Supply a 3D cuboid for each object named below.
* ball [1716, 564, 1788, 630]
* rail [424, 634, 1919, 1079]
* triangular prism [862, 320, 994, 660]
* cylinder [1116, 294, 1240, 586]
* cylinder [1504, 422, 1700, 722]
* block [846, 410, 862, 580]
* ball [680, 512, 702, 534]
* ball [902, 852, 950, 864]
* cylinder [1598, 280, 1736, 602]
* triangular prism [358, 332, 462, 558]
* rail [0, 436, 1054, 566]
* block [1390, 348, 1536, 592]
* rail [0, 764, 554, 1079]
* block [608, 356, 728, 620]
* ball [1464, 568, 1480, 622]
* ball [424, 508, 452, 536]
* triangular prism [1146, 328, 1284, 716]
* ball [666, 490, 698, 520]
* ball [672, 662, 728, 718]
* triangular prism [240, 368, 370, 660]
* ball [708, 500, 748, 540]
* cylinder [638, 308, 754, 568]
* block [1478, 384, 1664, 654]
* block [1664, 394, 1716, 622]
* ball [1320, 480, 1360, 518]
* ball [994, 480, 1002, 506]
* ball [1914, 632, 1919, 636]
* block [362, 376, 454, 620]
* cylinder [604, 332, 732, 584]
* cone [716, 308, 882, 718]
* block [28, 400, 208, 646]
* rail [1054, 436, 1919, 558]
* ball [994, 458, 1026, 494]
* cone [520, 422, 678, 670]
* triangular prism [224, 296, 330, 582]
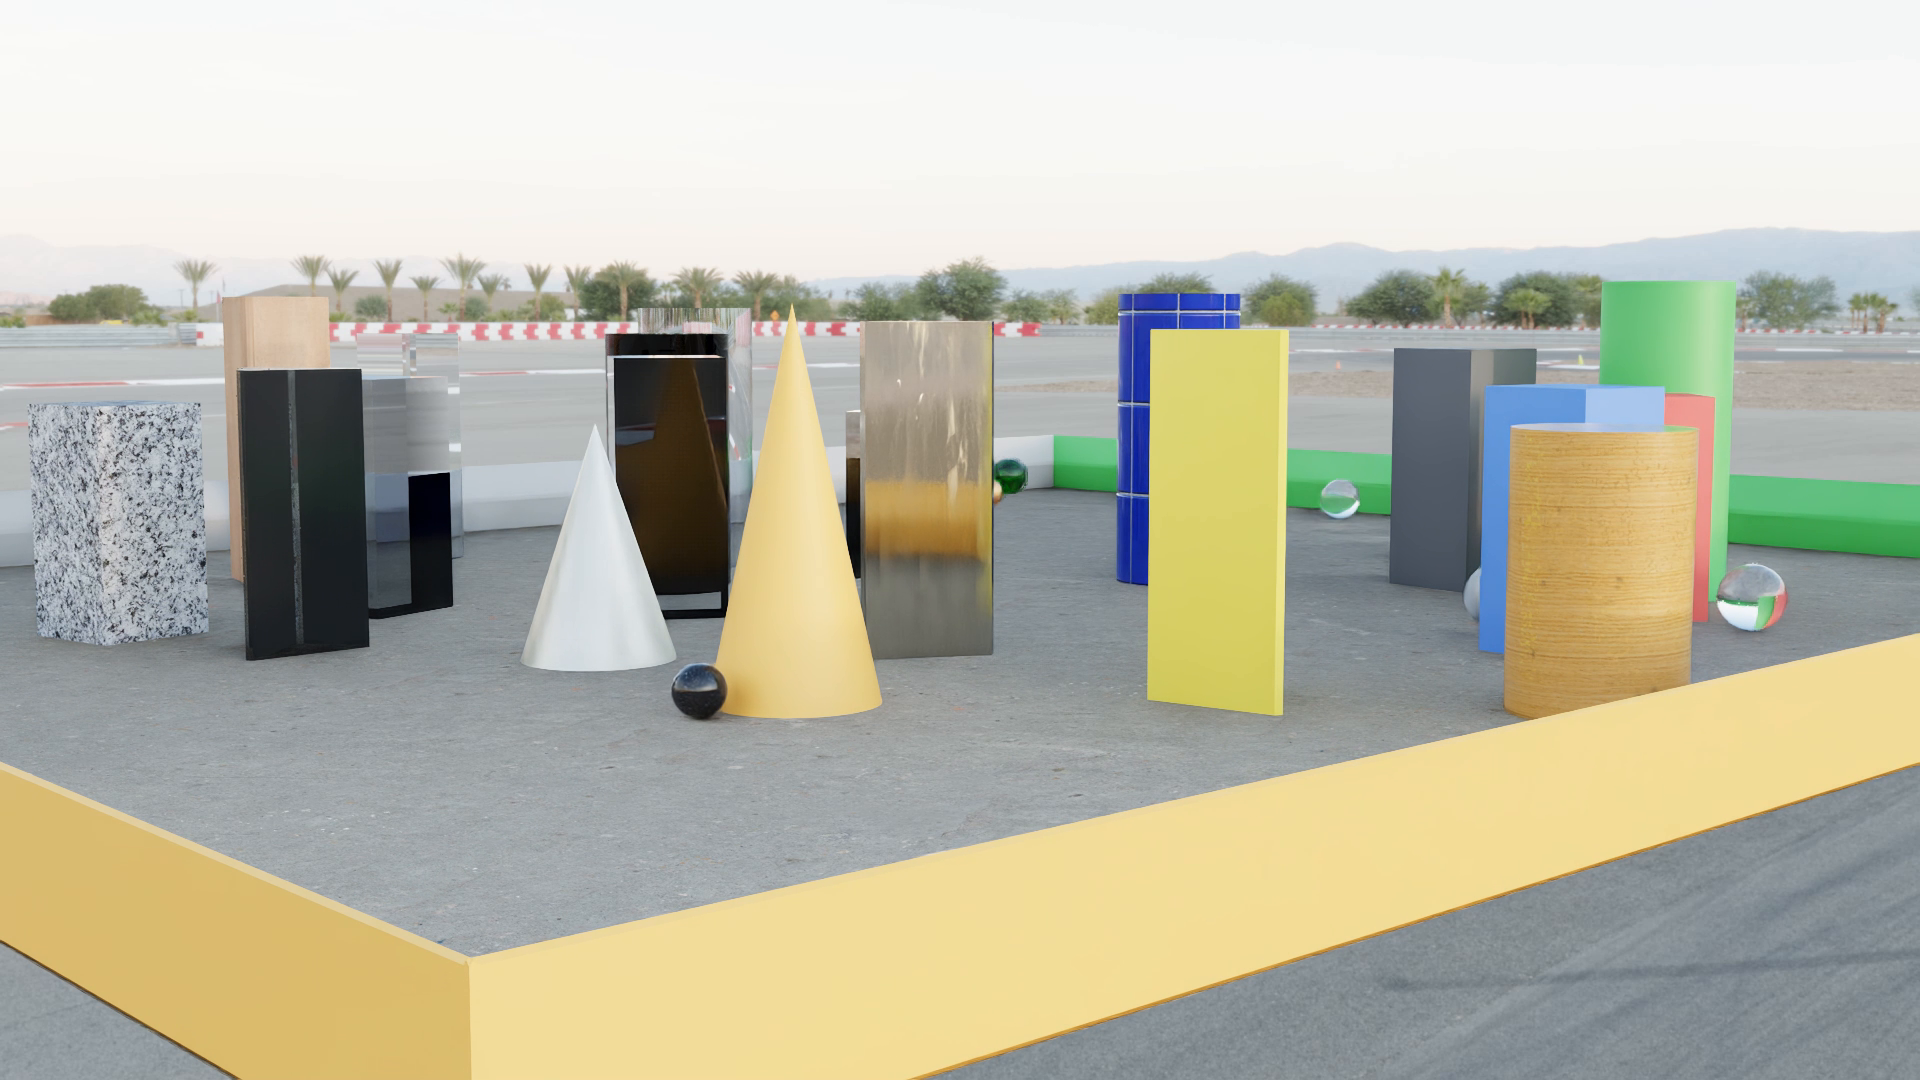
[{"bbox_3d":[1.106,0.080,3.071,0.093,0.093,0.093,0,6,0],"label":"ball"},{"bbox_3d":[1.007,0.147,2.246,3.432,0.130,0.045,-5,8,-42],"label":"rail"},{"bbox_3d":[-0.058,-0.071,2.891,0.173,0.431,0.150,-1,6,-14],"label":"triangular prism"},{"bbox_3d":[0.359,-0.168,3.624,0.200,0.472,0.200,0,6,0],"label":"cylinder"},{"bbox_3d":[0.709,0.034,2.436,0.200,0.317,0.200,0,6,0],"label":"cylinder"},{"bbox_3d":[-0.088,-0.079,3.711,0.160,0.279,0.160,2,6,19],"label":"block"},{"bbox_3d":[-0.537,-0.033,4.393,0.045,0.045,0.045,0,6,0],"label":"ball"},{"bbox_3d":[-0.012,0.250,1.408,0.100,0.100,0.100,0,6,0],"label":"ball"},{"bbox_3d":[1.102,-0.158,3.444,0.200,0.490,0.200,0,6,0],"label":"cylinder"},{"bbox_3d":[-0.957,-0.166,3.928,0.173,0.405,0.150,6,8,43],"label":"triangular prism"},{"bbox_3d":[-1.007,-0.079,4.417,3.432,0.130,0.045,-5,8,-42],"label":"rail"},{"bbox_3d":[0.817,-0.119,3.578,0.160,0.385,0.160,-4,7,-37],"label":"block"},{"bbox_3d":[-1.244,0.153,2.190,0.045,0.130,3.018,-5,8,-42],"label":"rail"},{"bbox_3d":[-0.432,-0.081,3.245,0.160,0.378,0.160,-1,6,-12],"label":"block"},{"bbox_3d":[0.758,0.078,3.105,0.090,0.090,0.090,0,6,0],"label":"ball"},{"bbox_3d":[-1.034,-0.034,4.353,0.056,0.056,0.056,0,6,0],"label":"ball"},{"bbox_3d":[0.329,-0.029,2.520,0.173,0.424,0.150,5,7,37],"label":"triangular prism"},{"bbox_3d":[-0.594,-0.075,4.697,0.066,0.066,0.066,0,6,0],"label":"ball"},{"bbox_3d":[-0.286,0.165,2.411,0.061,0.061,0.061,0,6,0],"label":"ball"},{"bbox_3d":[-0.900,-0.041,2.904,0.150,0.370,0.173,6,8,45],"label":"triangular prism"},{"bbox_3d":[-0.454,-0.040,4.301,0.078,0.078,0.078,0,6,0],"label":"ball"},{"bbox_3d":[-0.465,-0.183,3.881,0.200,0.450,0.200,0,6,0],"label":"cylinder"},{"bbox_3d":[0.796,-0.026,2.867,0.160,0.348,0.160,-4,7,-36],"label":"block"},{"bbox_3d":[1.002,-0.052,3.233,0.160,0.322,0.160,0,6,4],"label":"block"},{"bbox_3d":[0.817,-0.088,4.727,0.085,0.085,0.085,0,6,0],"label":"ball"},{"bbox_3d":[0.064,-0.107,4.995,0.067,0.067,0.067,0,6,0],"label":"ball"},{"bbox_3d":[1.070,0.147,2.401,0.100,0.100,0.100,0,6,0],"label":"ball"},{"bbox_3d":[-0.875,-0.068,3.275,0.160,0.347,0.160,3,7,28],"label":"block"},{"bbox_3d":[-0.476,-0.132,3.593,0.200,0.408,0.200,0,6,0],"label":"cylinder"},{"bbox_3d":[-0.188,-0.040,2.489,0.200,0.454,0.200,0,6,0],"label":"cone"},{"bbox_3d":[-1.159,-0.029,3.031,0.160,0.319,0.160,4,7,35],"label":"block"},{"bbox_3d":[1.244,-0.085,4.473,0.045,0.130,3.018,-5,8,-42],"label":"rail"},{"bbox_3d":[0.119,-0.156,5.369,0.088,0.088,0.088,0,6,0],"label":"ball"},{"bbox_3d":[-0.464,0.002,2.813,0.200,0.303,0.200,0,6,0],"label":"cone"},{"bbox_3d":[-1.114,-0.167,3.642,0.150,0.468,0.173,-4,7,-31],"label":"triangular prism"}]
